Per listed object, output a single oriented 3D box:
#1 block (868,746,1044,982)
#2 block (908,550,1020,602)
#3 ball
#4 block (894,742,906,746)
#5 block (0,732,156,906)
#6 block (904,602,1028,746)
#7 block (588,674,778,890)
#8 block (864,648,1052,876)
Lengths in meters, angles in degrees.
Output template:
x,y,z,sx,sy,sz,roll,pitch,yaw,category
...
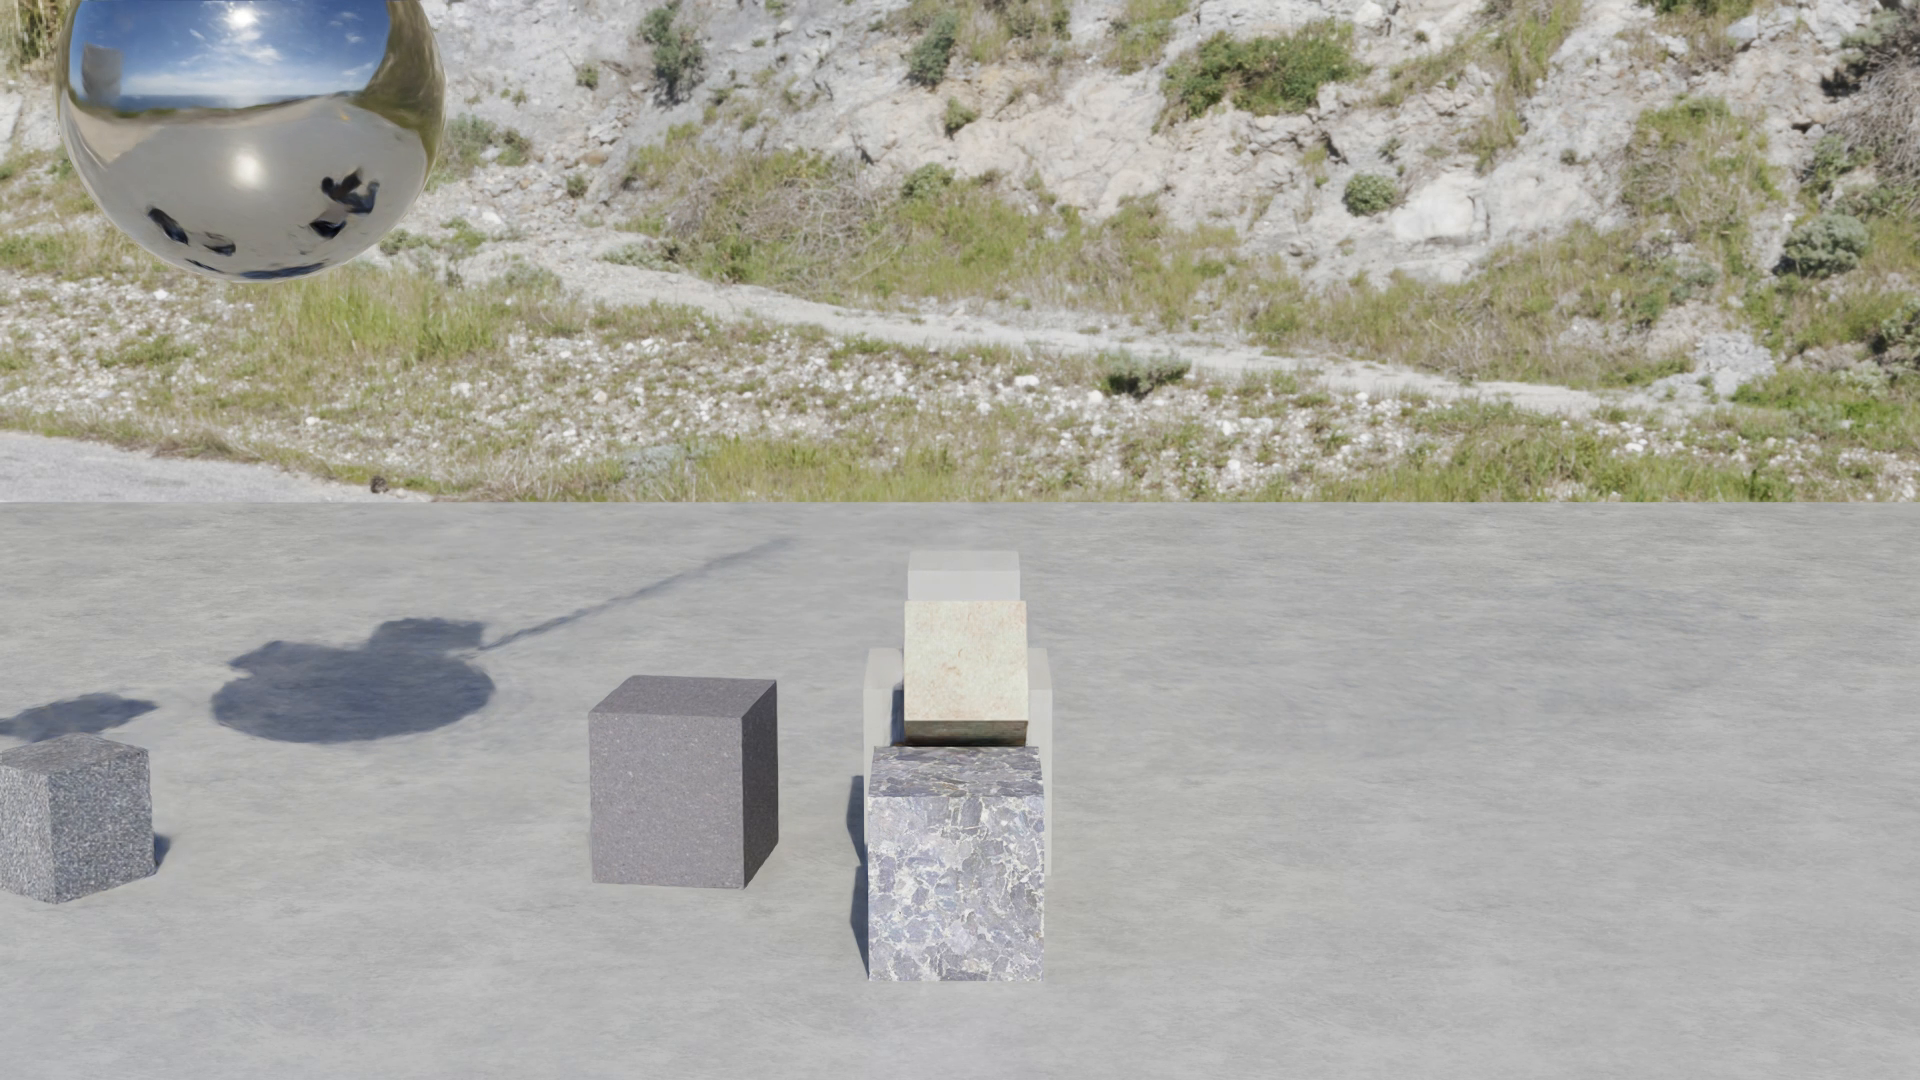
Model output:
x,y,z,sx,sy,sz,roll,pitch,yaw,category
-0.015,1.293,10.367,0.684,0.747,0.765,0,10,0,block
0.019,0.314,11.864,0.506,0.445,0.498,0,10,0,block
-2.982,-1.885,10.838,1.600,1.600,1.600,0,10,0,ball
-0.002,1.240,11.041,0.573,0.609,0.560,0,10,0,block
-3.929,1.216,11.269,0.506,0.575,0.525,7,12,34,block
0.022,0.602,10.838,0.506,0.533,0.492,0,-25,-1,block
-1.226,1.073,11.508,0.680,0.772,0.718,1,10,8,block
-0.010,0.998,11.710,0.828,0.846,0.825,0,10,0,block
